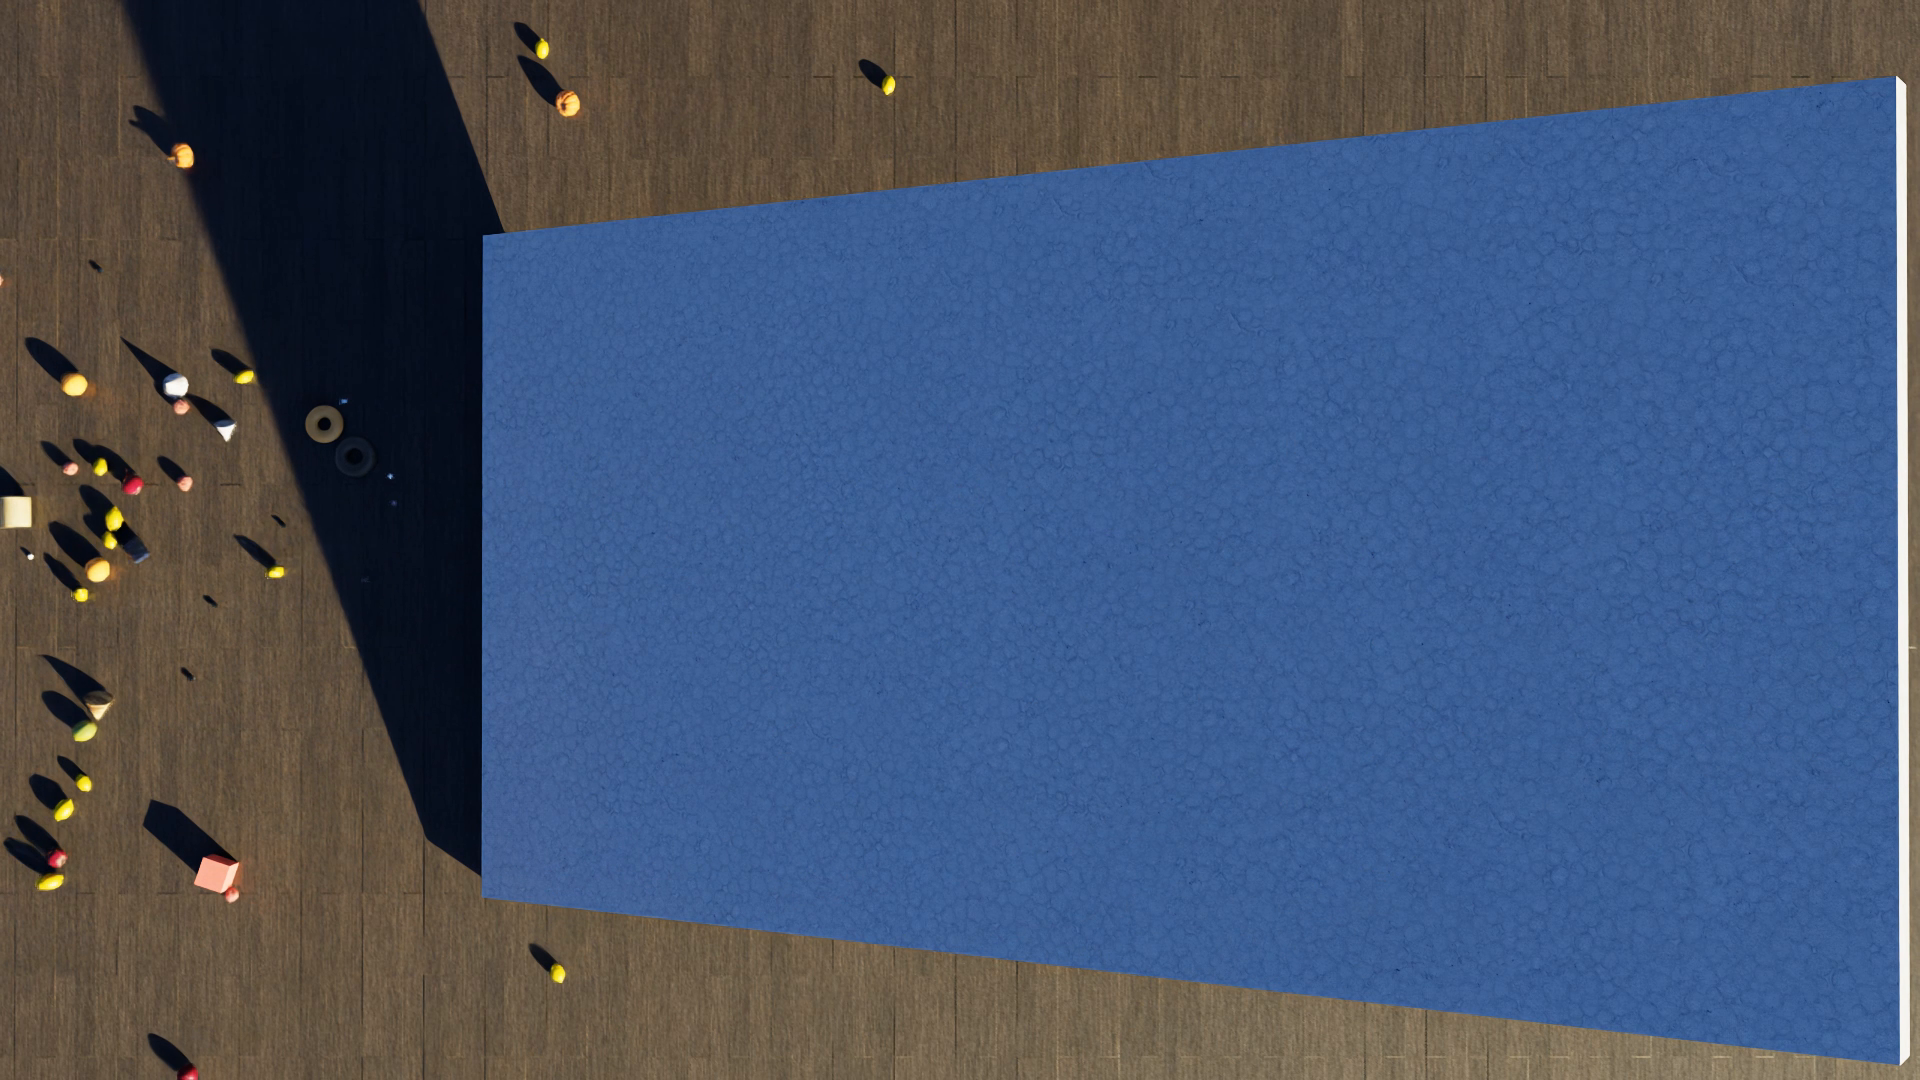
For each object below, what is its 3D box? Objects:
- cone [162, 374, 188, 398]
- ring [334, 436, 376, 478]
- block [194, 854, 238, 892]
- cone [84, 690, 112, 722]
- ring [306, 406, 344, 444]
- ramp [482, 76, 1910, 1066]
[{"bbox_3d":[-2.403,-0.473,6.695,0.078,0.078,0.078,0,90,0],"label":"cone"},{"bbox_3d":[-1.844,-0.254,6.711,0.129,0.043,0.129,0,91,1],"label":"ring"},{"bbox_3d":[-2.257,1.012,6.679,0.085,0.085,0.085,19,90,0],"label":"block"},{"bbox_3d":[-2.630,0.518,6.706,0.085,0.085,0.085,13,116,0],"label":"cone"},{"bbox_3d":[-1.940,-0.354,6.713,0.117,0.039,0.117,0,88,-1],"label":"ring"},{"bbox_3d":[0.254,0.070,5.587,4.000,0.100,2.000,0,89,33],"label":"ramp"}]
